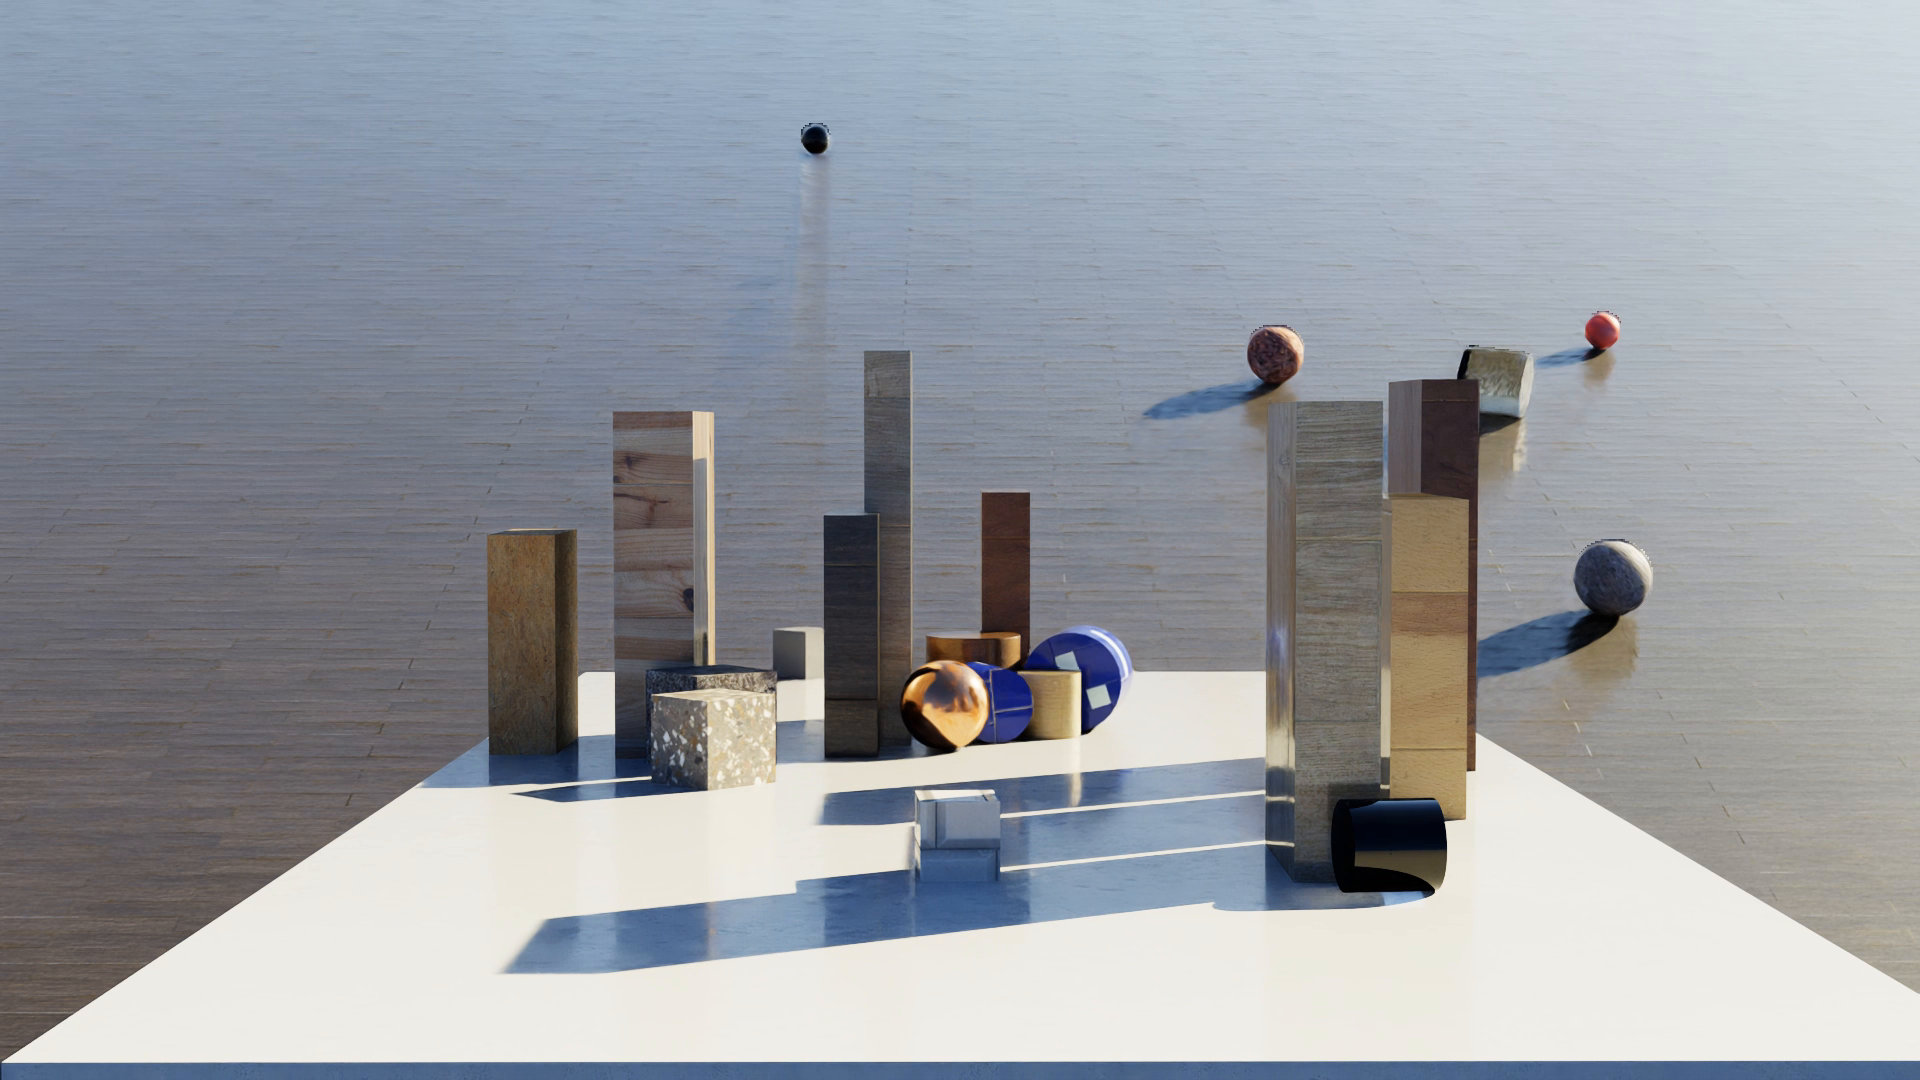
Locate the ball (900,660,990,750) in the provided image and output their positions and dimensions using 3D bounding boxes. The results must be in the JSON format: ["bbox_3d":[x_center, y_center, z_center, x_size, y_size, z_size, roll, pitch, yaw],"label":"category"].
[{"bbox_3d":[-0.029,0.318,4.962,0.174,0.174,0.174,0,23,0],"label":"ball"}]

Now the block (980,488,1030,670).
[{"bbox_3d":[0.096,0.136,5.541,0.101,0.486,0.287,0,3,0],"label":"block"}]

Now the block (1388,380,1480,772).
[{"bbox_3d":[0.881,0.057,4.817,0.103,0.708,0.353,0,3,0],"label":"block"}]

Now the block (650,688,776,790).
[{"bbox_3d":[-0.433,0.348,4.515,0.154,0.154,0.154,2,4,45],"label":"block"}]

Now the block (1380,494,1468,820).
[{"bbox_3d":[0.743,0.182,4.267,0.122,0.508,0.385,0,3,0],"label":"block"}]

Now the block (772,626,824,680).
[{"bbox_3d":[-0.385,0.281,6.424,0.117,0.117,0.117,2,3,42],"label":"block"}]

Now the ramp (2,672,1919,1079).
[{"bbox_3d":[0.052,0.474,4.536,2.000,0.100,4.000,0,3,0],"label":"ramp"}]

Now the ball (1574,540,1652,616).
[{"bbox_3d":[1.790,0.106,7.054,0.207,0.207,0.207,0,23,0],"label":"ball"}]

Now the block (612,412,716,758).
[{"bbox_3d":[-0.575,0.076,5.035,0.149,0.652,0.419,0,3,0],"label":"block"}]

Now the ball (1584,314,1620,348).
[{"bbox_3d":[2.297,-0.747,9.200,0.124,0.124,0.124,0,23,0],"label":"ball"}]

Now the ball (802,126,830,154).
[{"bbox_3d":[-0.659,-1.834,11.792,0.130,0.130,0.130,0,23,0],"label":"ball"}]

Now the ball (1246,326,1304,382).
[{"bbox_3d":[1.084,-0.637,8.848,0.195,0.195,0.195,0,23,0],"label":"ball"}]

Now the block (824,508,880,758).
[{"bbox_3d":[-0.206,0.173,5.050,0.101,0.457,0.421,0,3,0],"label":"block"}]

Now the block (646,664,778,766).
[{"bbox_3d":[-0.460,0.328,4.756,0.174,0.174,0.174,-2,3,-39],"label":"block"}]

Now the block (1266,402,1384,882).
[{"bbox_3d":[0.516,0.133,3.673,0.117,0.659,0.330,0,3,0],"label":"block"}]

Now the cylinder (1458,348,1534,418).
[{"bbox_3d":[1.778,-0.524,8.551,0.210,0.210,0.210,10,25,22],"label":"cylinder"}]

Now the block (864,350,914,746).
[{"bbox_3d":[-0.141,0.011,5.143,0.090,0.771,0.277,0,3,0],"label":"block"}]

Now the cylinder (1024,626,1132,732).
[{"bbox_3d":[0.246,0.286,5.347,0.204,0.204,0.204,4,3,10],"label":"cylinder"}]

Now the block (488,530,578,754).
[{"bbox_3d":[-0.833,0.193,5.033,0.128,0.418,0.290,0,3,0],"label":"block"}]

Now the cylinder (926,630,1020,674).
[{"bbox_3d":[0.027,0.292,5.308,0.195,0.195,0.195,0,3,0],"label":"cylinder"}]

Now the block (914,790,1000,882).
[{"bbox_3d":[-0.004,0.412,3.587,0.110,0.110,0.110,0,3,-5],"label":"block"}]

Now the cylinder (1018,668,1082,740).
[{"bbox_3d":[0.180,0.330,5.191,0.129,0.129,0.129,0,3,0],"label":"cylinder"}]
